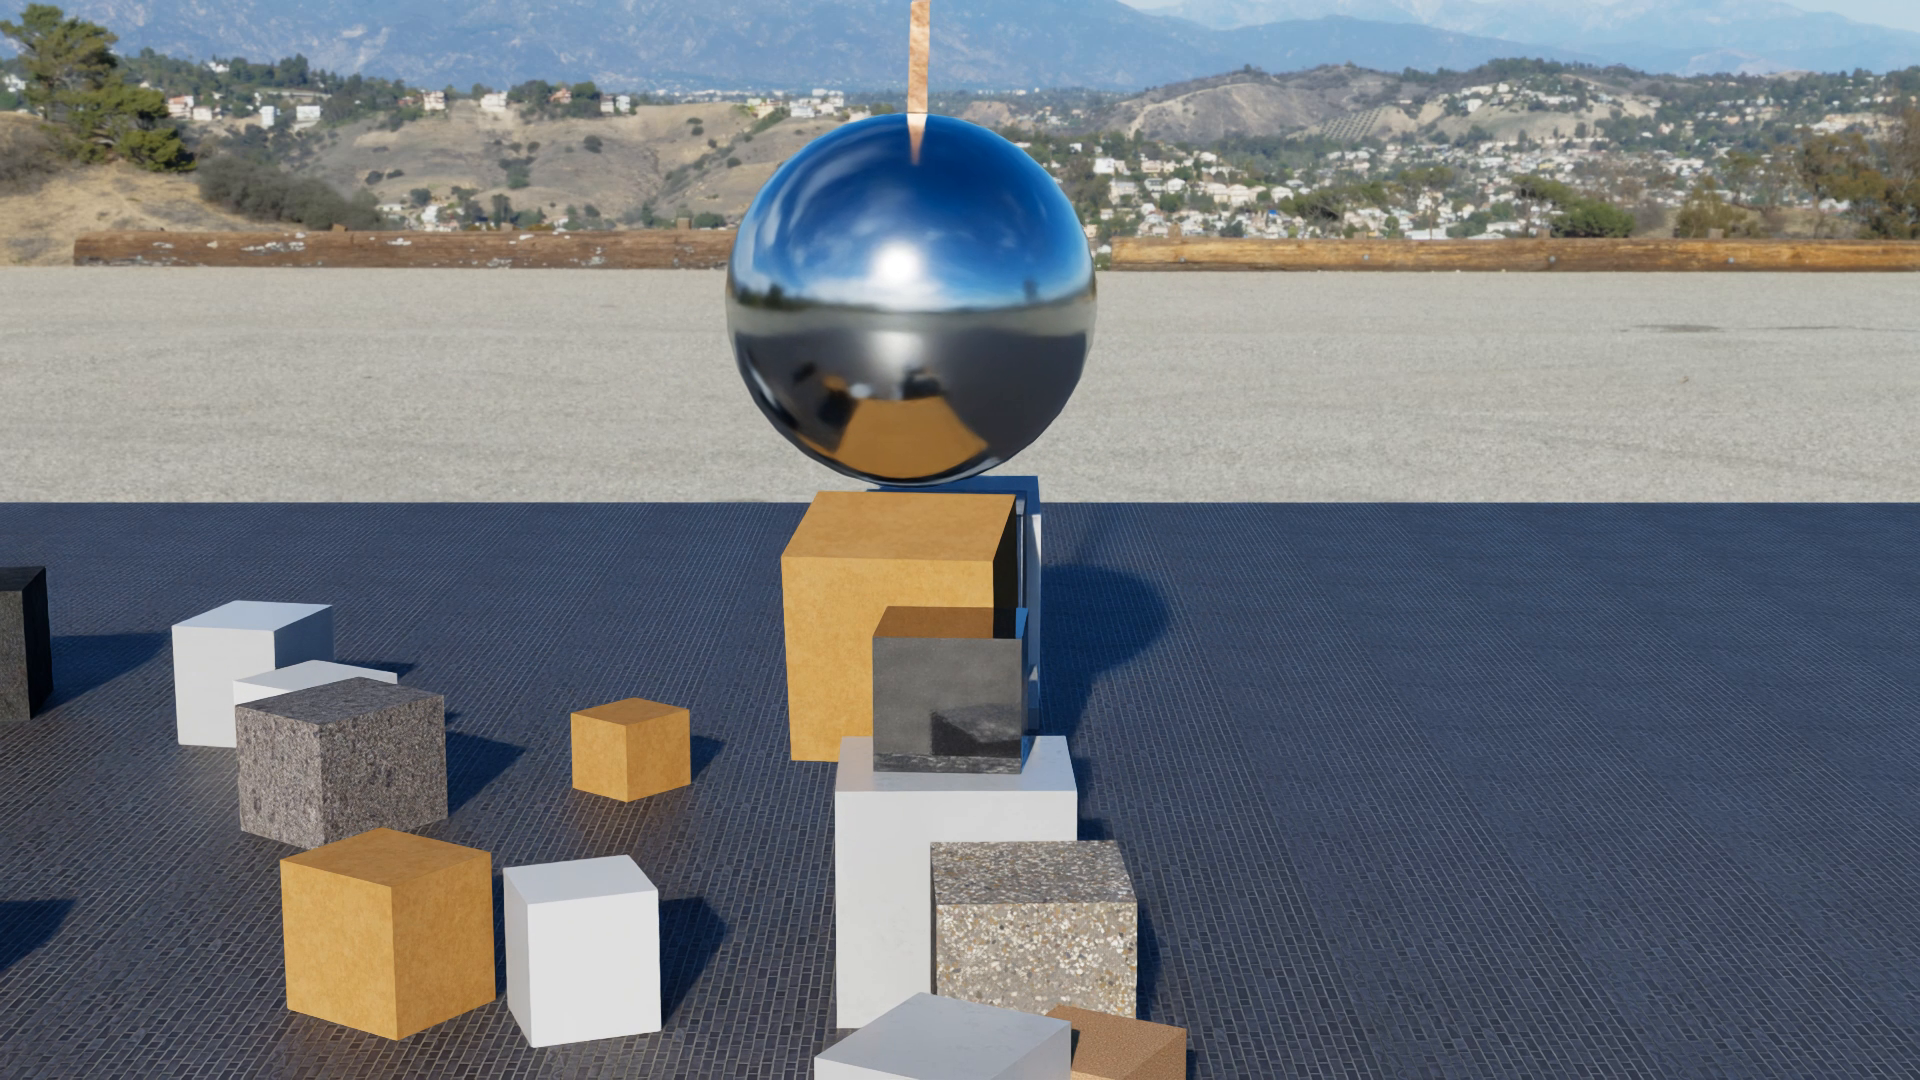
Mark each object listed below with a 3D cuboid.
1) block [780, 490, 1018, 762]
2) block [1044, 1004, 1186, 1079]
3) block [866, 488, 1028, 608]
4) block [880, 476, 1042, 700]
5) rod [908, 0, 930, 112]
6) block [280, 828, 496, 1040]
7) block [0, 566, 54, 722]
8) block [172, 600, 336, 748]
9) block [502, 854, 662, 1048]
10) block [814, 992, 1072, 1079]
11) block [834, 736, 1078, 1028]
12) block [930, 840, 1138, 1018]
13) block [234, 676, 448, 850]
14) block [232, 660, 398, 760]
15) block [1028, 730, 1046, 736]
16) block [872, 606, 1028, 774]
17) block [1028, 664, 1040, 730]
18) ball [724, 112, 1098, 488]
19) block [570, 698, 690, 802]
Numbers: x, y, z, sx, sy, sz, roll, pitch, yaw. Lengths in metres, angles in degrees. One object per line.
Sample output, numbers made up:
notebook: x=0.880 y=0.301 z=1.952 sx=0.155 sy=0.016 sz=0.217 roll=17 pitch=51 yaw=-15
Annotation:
block: x=-0.225 y=0.353 z=10.617 sx=0.843 sy=0.885 sz=0.804 roll=1 pitch=20 yaw=8
block: x=0.411 y=1.826 z=8.233 sx=0.459 sy=0.460 sz=0.498 roll=6 pitch=12 yaw=28
block: x=-0.079 y=0.219 z=11.457 sx=0.735 sy=0.787 sz=0.712 roll=1 pitch=10 yaw=3
block: x=-0.003 y=0.217 z=12.253 sx=0.756 sy=0.896 sz=0.749 roll=0 pitch=15 yaw=0
rod: x=-0.090 y=-4.366 z=10.386 sx=0.080 sy=5.200 sz=0.080 roll=2 pitch=10 yaw=0
block: x=-2.171 y=1.485 z=9.754 sx=0.590 sy=0.589 sz=0.513 roll=7 pitch=12 yaw=33
block: x=-5.532 y=0.581 z=14.341 sx=0.723 sy=0.726 sz=0.730 roll=-2 pitch=10 yaw=-10
block: x=-3.787 y=0.719 z=13.817 sx=0.582 sy=0.642 sz=0.680 roll=2 pitch=11 yaw=13
block: x=-1.419 y=1.532 z=9.614 sx=0.483 sy=0.546 sz=0.466 roll=-4 pitch=11 yaw=-20
block: x=-0.045 y=1.818 z=7.832 sx=0.539 sy=0.621 sz=0.632 roll=6 pitch=12 yaw=28
block: x=-0.020 y=1.298 z=9.877 sx=0.888 sy=0.911 sz=0.796 roll=0 pitch=10 yaw=-1
block: x=0.248 y=1.527 z=9.147 sx=0.685 sy=0.722 sz=0.720 roll=0 pitch=10 yaw=-2
block: x=-2.913 y=1.048 z=12.107 sx=0.614 sy=0.606 sz=0.734 roll=8 pitch=13 yaw=37
block: x=-3.298 y=0.928 z=13.166 sx=0.590 sy=0.463 sz=0.562 roll=6 pitch=12 yaw=31
block: x=-0.021 y=1.241 z=10.643 sx=0.780 sy=0.750 sz=0.731 roll=0 pitch=10 yaw=-1
block: x=-0.029 y=0.570 z=9.880 sx=0.558 sy=0.521 sz=0.566 roll=1 pitch=10 yaw=4
block: x=-0.053 y=1.054 z=11.417 sx=0.794 sy=0.842 sz=0.832 roll=0 pitch=10 yaw=1
ball: x=-0.208 y=-1.023 z=10.994 sx=1.600 sy=1.600 sz=1.600 roll=0 pitch=10 yaw=0
block: x=-1.638 y=1.039 z=12.777 sx=0.398 sy=0.384 sz=0.428 roll=9 pitch=13 yaw=39
